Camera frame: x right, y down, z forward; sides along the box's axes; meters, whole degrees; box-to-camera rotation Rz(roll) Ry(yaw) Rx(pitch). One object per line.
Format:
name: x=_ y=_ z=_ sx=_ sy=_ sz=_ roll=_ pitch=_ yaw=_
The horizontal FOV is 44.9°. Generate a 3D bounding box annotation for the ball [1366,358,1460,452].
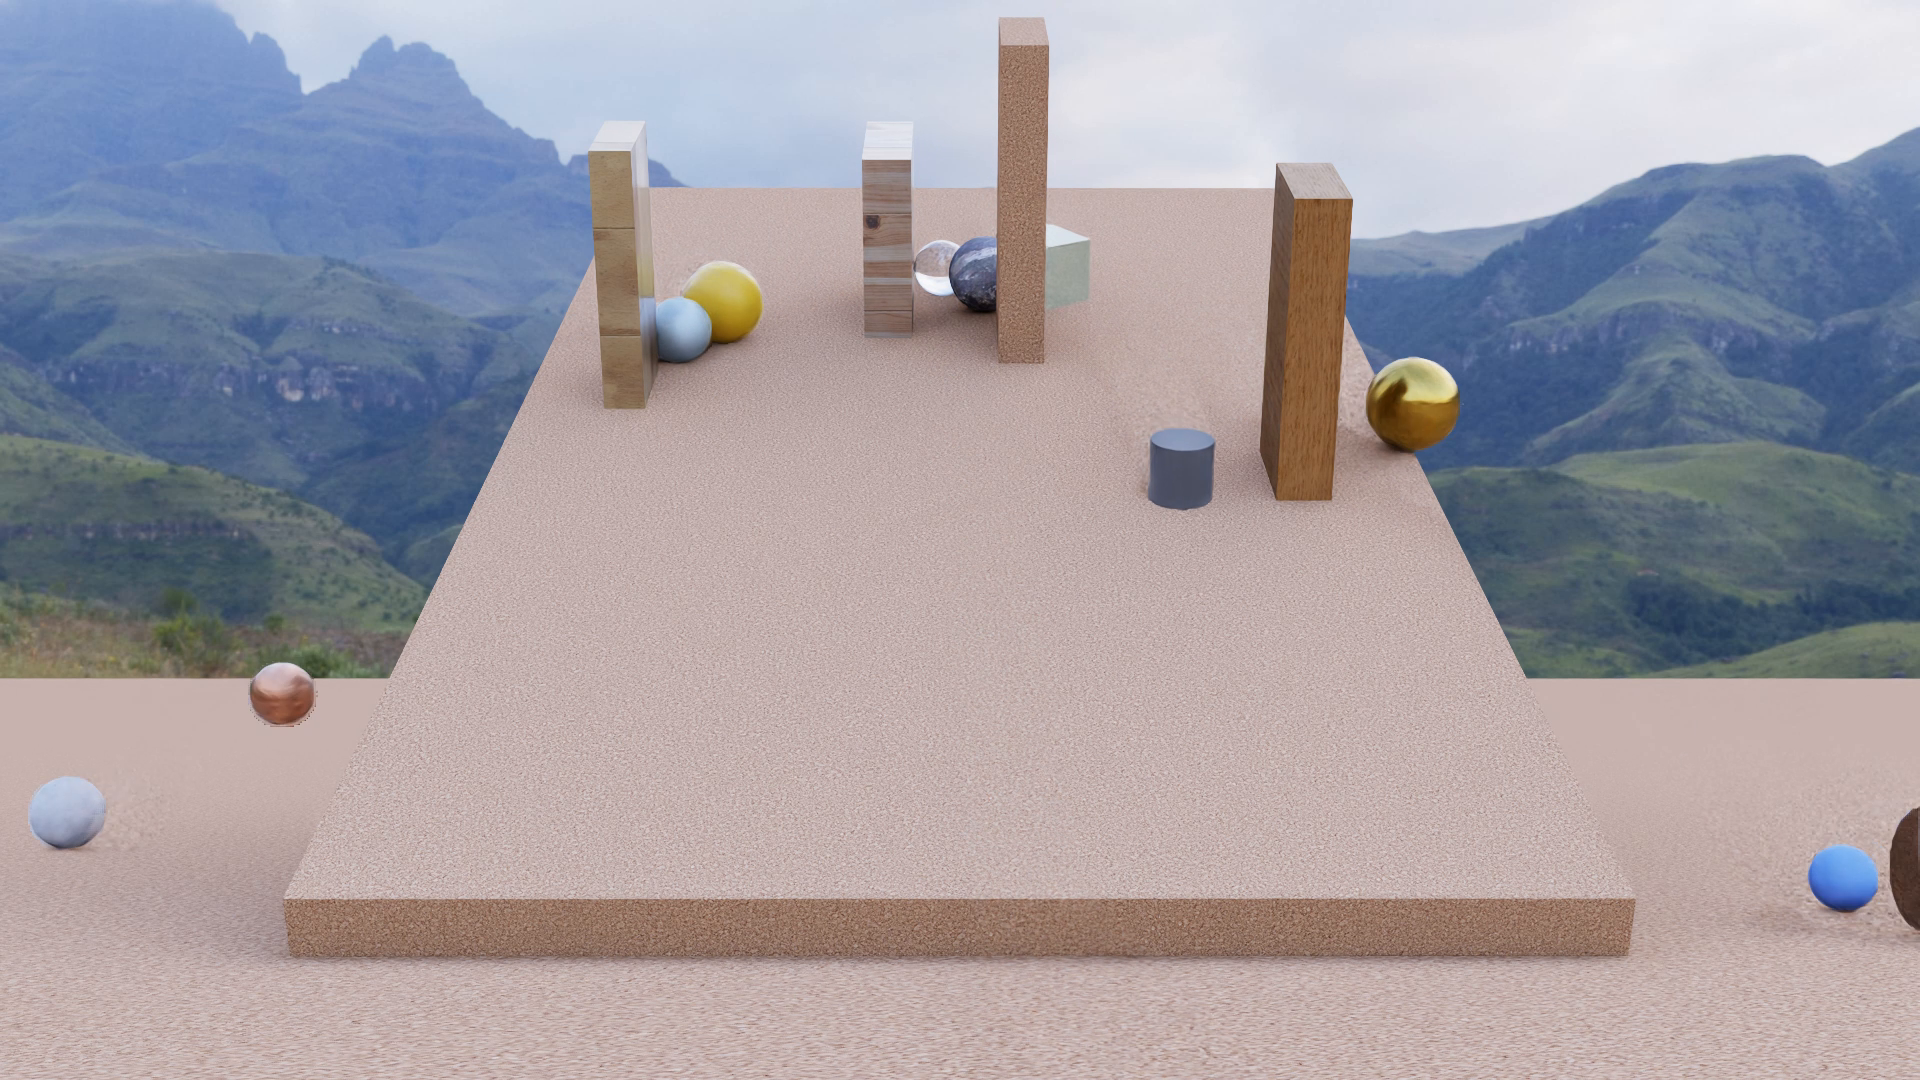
ball: x=0.988 y=-0.297 z=5.065 sx=0.205 sy=0.205 sz=0.205 roll=0 pitch=-3 yaw=0

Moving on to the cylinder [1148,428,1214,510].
cylinder: x=0.458 y=-0.148 z=4.816 sx=0.130 sy=0.130 sz=0.130 roll=0 pitch=24 yaw=0

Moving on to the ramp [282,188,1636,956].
ramp: x=-0.008 y=-0.227 z=5.282 sx=2.000 sy=0.100 sz=4.000 roll=0 pitch=24 yaw=0

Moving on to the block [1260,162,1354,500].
block: x=0.716 y=-0.434 z=4.830 sx=0.115 sy=0.644 sz=0.282 roll=0 pitch=24 yaw=0

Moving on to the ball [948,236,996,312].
ball: x=0.067 y=-0.683 z=5.959 sx=0.191 sy=0.191 sz=0.191 roll=0 pitch=-3 yaw=0

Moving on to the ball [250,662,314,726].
ball: x=-1.491 y=0.338 z=5.110 sx=0.138 sy=0.138 sz=0.138 roll=0 pitch=-3 yaw=0

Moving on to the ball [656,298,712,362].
ball: x=-0.676 y=-0.507 z=5.599 sx=0.155 sy=0.155 sz=0.155 roll=0 pitch=-3 yaw=0

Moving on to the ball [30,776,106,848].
ball: x=-2.145 y=0.655 z=5.583 sx=0.173 sy=0.173 sz=0.173 roll=0 pitch=-3 yaw=0

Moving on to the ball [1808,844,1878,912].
ball: x=1.570 y=0.600 z=4.126 sx=0.117 sy=0.117 sz=0.117 roll=0 pitch=-3 yaw=0

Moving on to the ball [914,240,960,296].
ball: x=-0.047 y=-0.712 z=6.080 sx=0.147 sy=0.147 sz=0.147 roll=0 pitch=-3 yaw=0

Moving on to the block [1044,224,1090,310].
block: x=0.221 y=-0.709 z=6.048 sx=0.168 sy=0.168 sz=0.168 roll=-15 pitch=28 yaw=-31

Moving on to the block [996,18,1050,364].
block: x=0.148 y=-0.844 z=5.608 sx=0.109 sy=0.768 sz=0.328 roll=0 pitch=24 yaw=0

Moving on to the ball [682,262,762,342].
ball: x=-0.586 y=-0.588 z=5.728 sx=0.199 sy=0.199 sz=0.199 roll=0 pitch=-3 yaw=0

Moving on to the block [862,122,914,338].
block: x=-0.179 y=-0.789 z=5.872 sx=0.119 sy=0.453 sz=0.388 roll=0 pitch=24 yaw=0

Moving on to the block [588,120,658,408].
block: x=-0.768 y=-0.631 z=5.325 sx=0.093 sy=0.601 sz=0.277 roll=0 pitch=24 yaw=0
